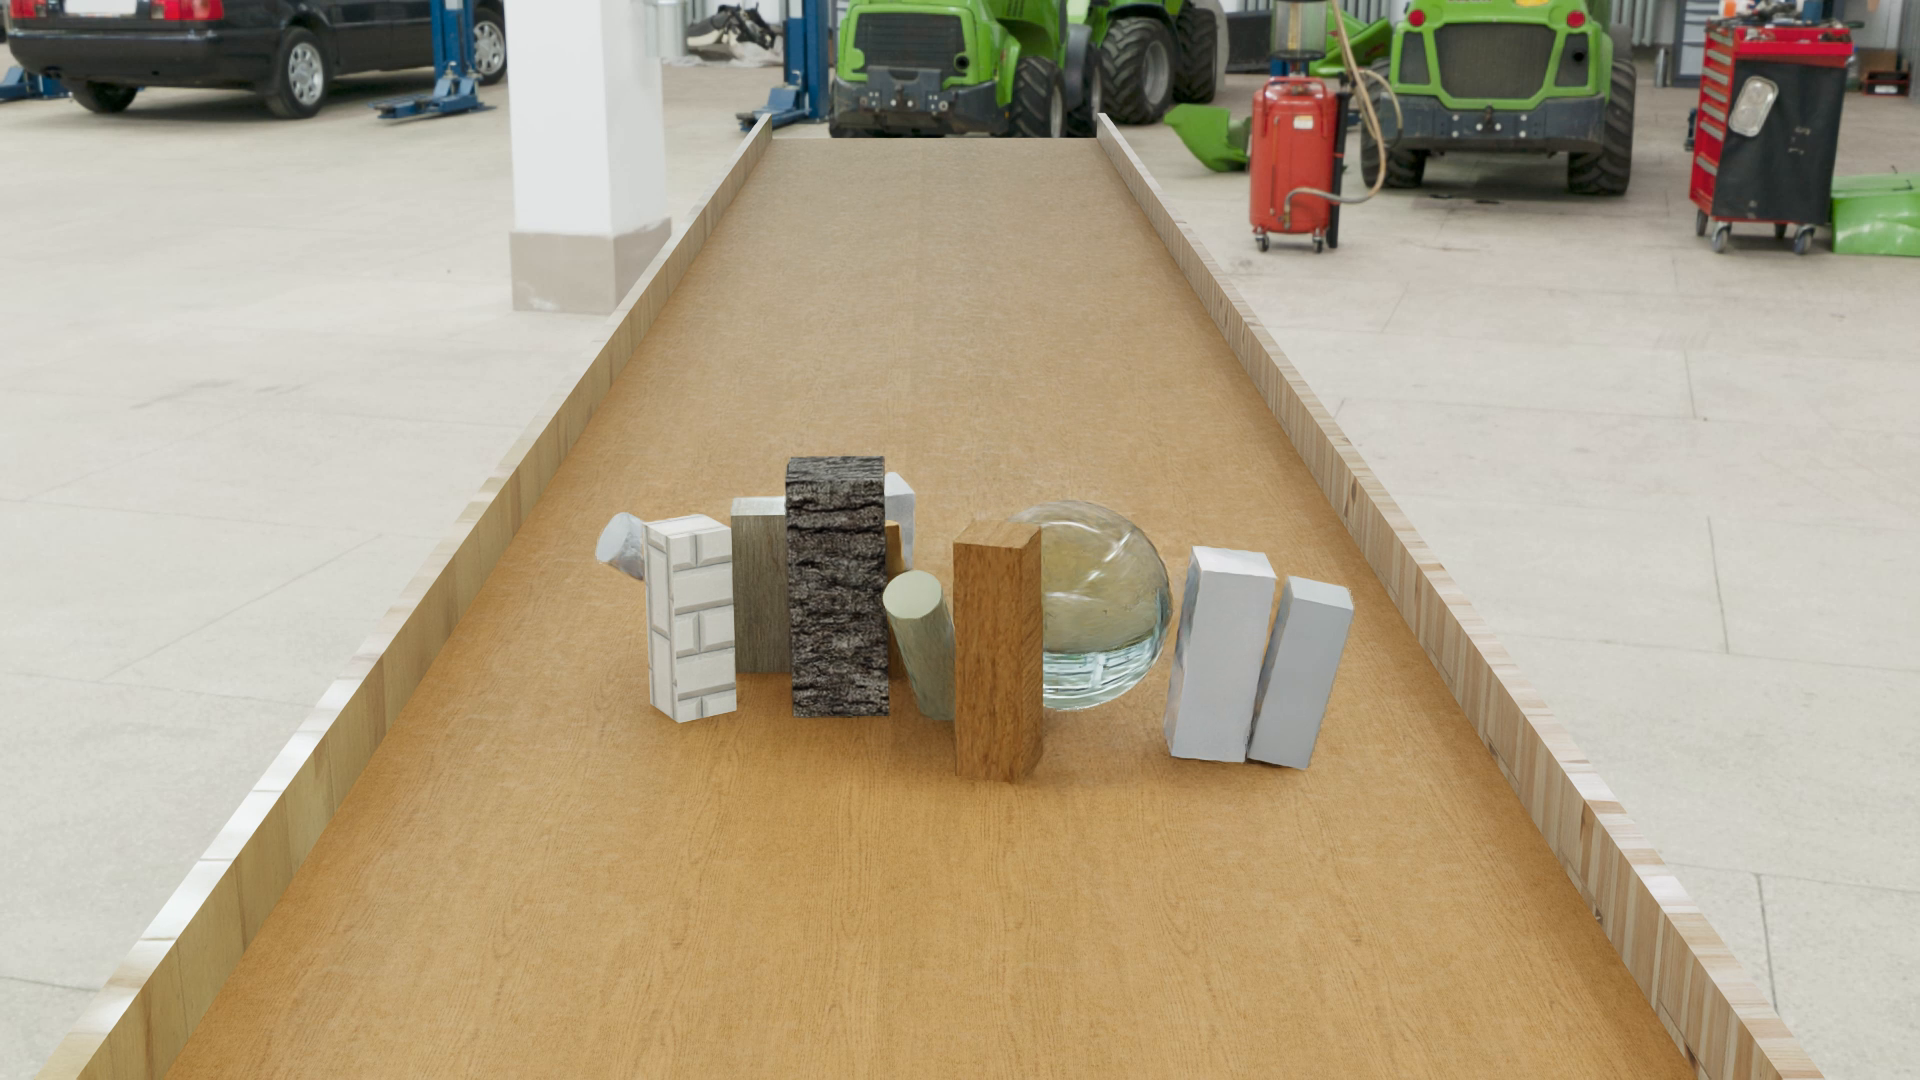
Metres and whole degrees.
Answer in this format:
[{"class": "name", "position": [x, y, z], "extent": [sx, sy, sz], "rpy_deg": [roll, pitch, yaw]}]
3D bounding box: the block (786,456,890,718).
[{"class": "block", "position": [-0.227, 0.087, 4.128], "extent": [0.179, 0.458, 0.179], "rpy_deg": [-1, 17, -1]}]

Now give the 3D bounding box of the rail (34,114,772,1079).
[{"class": "rail", "position": [-1.118, -0.838, 7.780], "extent": [0.050, 0.150, 12.000], "rpy_deg": [0, 17, -1]}]

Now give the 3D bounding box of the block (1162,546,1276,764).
[{"class": "block", "position": [0.457, 0.203, 3.898], "extent": [0.131, 0.352, 0.131], "rpy_deg": [6, 18, -4]}]

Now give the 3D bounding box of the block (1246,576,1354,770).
[{"class": "block", "position": [0.591, 0.233, 3.858], "extent": [0.105, 0.312, 0.105], "rpy_deg": [12, 20, -1]}]

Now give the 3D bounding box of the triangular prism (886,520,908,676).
[{"class": "triangular prism", "position": [-0.189, 0.107, 4.313], "extent": [0.155, 0.305, 0.134], "rpy_deg": [-8, 17, -8]}]

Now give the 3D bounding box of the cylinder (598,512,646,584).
[{"class": "cylinder", "position": [-0.548, 0.072, 4.459], "extent": [0.377, 0.110, 0.110], "rpy_deg": [30, -1, -32]}]

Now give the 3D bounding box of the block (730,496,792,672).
[{"class": "block", "position": [-0.383, 0.088, 4.362], "extent": [0.130, 0.324, 0.130], "rpy_deg": [-1, 17, -3]}]

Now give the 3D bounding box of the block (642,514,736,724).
[{"class": "block", "position": [-0.505, 0.145, 4.113], "extent": [0.121, 0.357, 0.121], "rpy_deg": [-11, 20, -32]}]

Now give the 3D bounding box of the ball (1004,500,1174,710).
[{"class": "ball", "position": [0.196, 0.119, 4.010], "extent": [0.383, 0.383, 0.383], "rpy_deg": [0, 17, 0]}]

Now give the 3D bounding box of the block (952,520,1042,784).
[{"class": "block", "position": [0.067, 0.194, 3.800], "extent": [0.121, 0.435, 0.121], "rpy_deg": [5, 21, 17]}]

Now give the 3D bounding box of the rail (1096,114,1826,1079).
[{"class": "rail", "position": [0.932, -0.844, 7.801], "extent": [0.050, 0.150, 12.000], "rpy_deg": [0, 17, -1]}]

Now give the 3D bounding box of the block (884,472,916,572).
[{"class": "block", "position": [-0.175, 0.034, 4.542], "extent": [0.124, 0.314, 0.124], "rpy_deg": [-6, 23, -20]}]

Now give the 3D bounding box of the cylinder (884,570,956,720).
[{"class": "cylinder", "position": [-0.055, 0.195, 3.997], "extent": [0.105, 0.329, 0.105], "rpy_deg": [-6, 52, 8]}]
